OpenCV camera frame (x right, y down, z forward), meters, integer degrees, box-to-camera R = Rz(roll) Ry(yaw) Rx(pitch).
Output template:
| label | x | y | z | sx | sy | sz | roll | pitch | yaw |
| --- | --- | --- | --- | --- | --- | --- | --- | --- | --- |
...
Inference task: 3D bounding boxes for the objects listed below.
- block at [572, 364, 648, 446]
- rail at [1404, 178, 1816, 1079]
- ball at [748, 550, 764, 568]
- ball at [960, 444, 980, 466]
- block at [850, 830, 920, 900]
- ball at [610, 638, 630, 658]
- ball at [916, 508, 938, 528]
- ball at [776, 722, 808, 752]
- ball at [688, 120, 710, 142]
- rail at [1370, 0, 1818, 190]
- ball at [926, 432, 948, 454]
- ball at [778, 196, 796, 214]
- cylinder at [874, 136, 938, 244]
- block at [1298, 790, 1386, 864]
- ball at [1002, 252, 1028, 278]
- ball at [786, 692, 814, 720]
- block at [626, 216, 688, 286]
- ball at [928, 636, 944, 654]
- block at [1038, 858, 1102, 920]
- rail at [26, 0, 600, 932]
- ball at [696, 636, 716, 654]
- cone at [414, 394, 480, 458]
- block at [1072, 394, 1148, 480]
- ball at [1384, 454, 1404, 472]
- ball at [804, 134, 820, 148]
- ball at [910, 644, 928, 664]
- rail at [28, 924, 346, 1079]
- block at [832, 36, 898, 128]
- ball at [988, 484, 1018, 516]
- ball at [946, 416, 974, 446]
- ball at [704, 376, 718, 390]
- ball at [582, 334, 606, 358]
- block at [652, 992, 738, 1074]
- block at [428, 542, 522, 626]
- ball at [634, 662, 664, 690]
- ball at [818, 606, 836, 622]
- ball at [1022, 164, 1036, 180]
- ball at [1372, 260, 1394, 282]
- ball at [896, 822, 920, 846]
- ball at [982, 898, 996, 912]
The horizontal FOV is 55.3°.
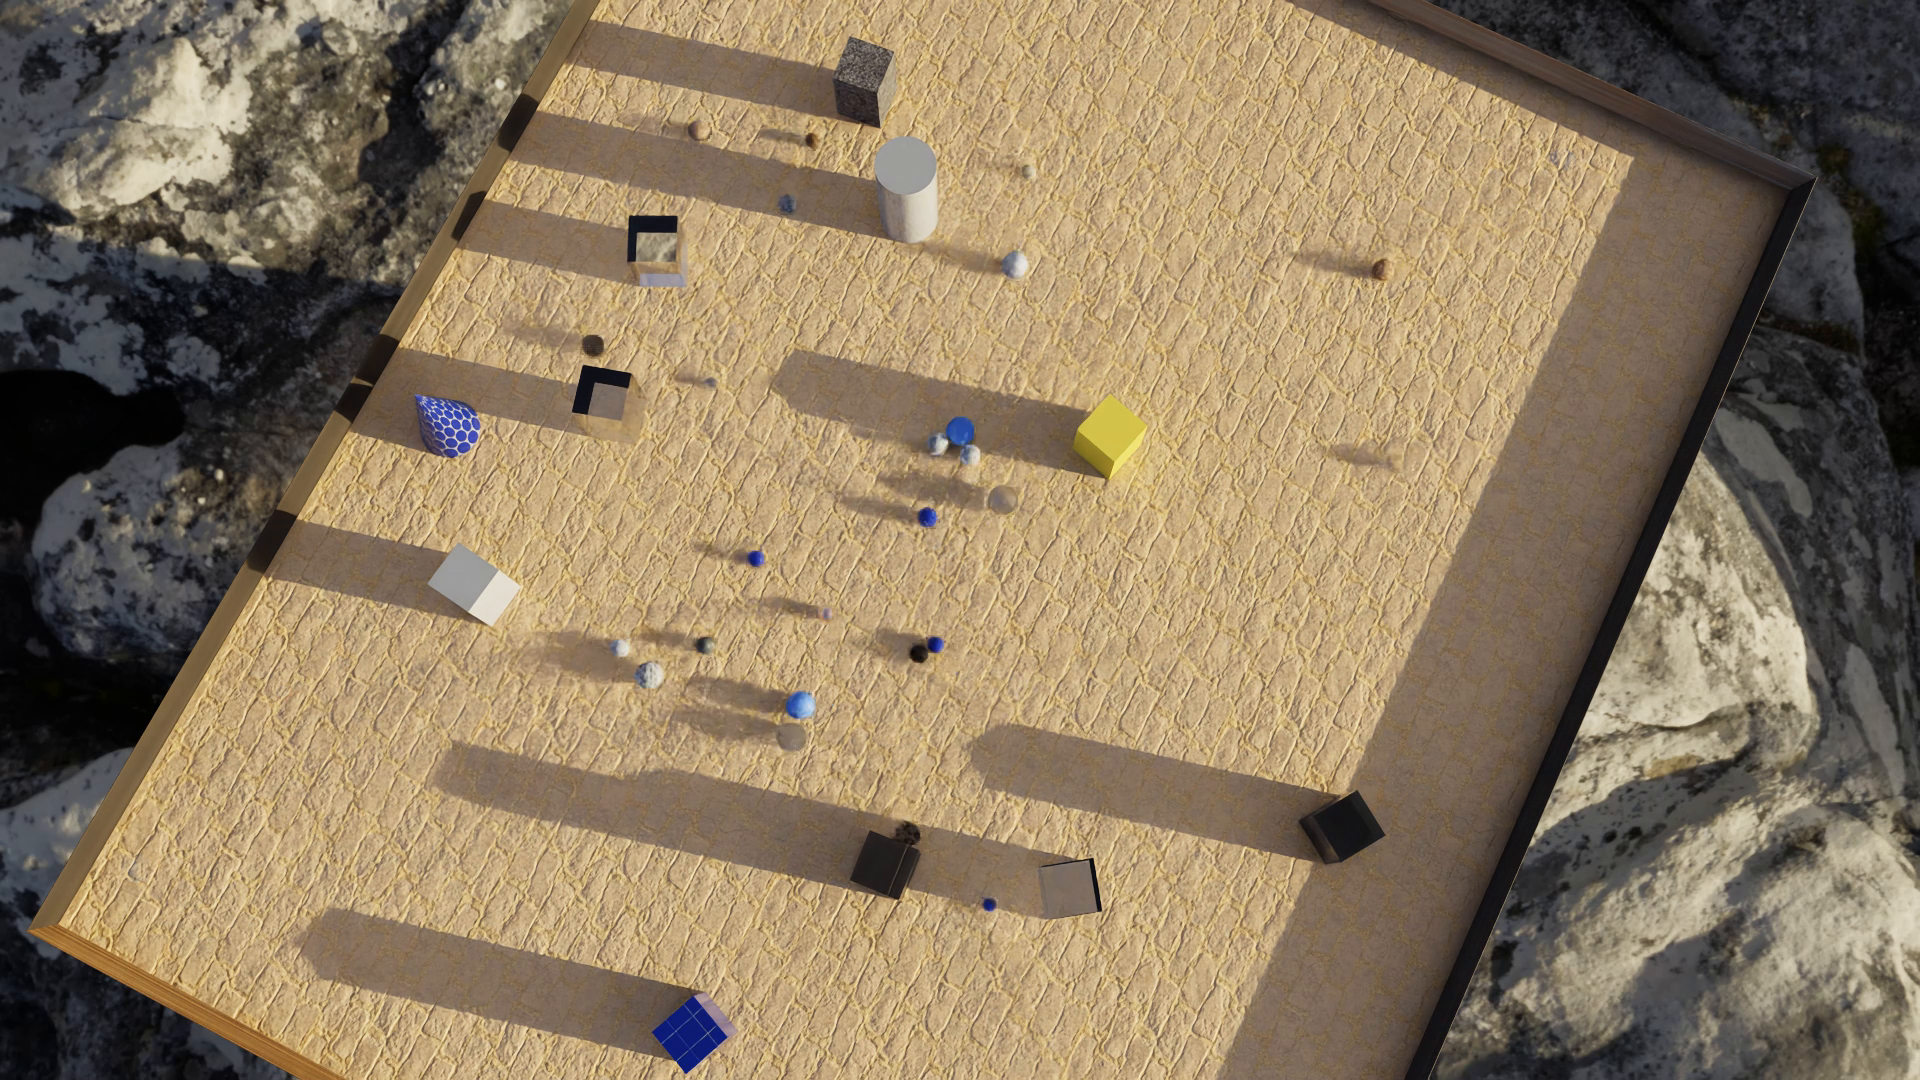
| label | x | y | z | sx | sy | sz | roll | pitch | yaw |
| --- | --- | --- | --- | --- | --- | --- | --- | --- | --- |
| block | -1.059 | -0.407 | 5.555 | 0.149 | 0.286 | 0.149 | 10 | 79 | 2 |
| rail | 1.663 | 0.821 | 5.384 | 0.045 | 0.121 | 4.462 | 26 | 80 | 5 |
| ball | -0.621 | 0.057 | 5.578 | 0.053 | 0.053 | 0.053 | 0 | 78 | 0 |
| ball | 0.031 | -0.262 | 5.635 | 0.067 | 0.067 | 0.067 | 0 | 78 | 0 |
| block | -0.212 | 0.939 | 5.270 | 0.149 | 0.298 | 0.149 | 21 | 79 | 4 |
| ball | -1.025 | 0.326 | 5.519 | 0.058 | 0.058 | 0.058 | 0 | 78 | 0 |
| ball | -0.100 | -0.069 | 5.598 | 0.063 | 0.063 | 0.063 | 0 | 78 | 0 |
| ball | -0.500 | 0.588 | 5.449 | 0.089 | 0.089 | 0.089 | 0 | 78 | 0 |
| ball | -0.835 | -1.307 | 5.852 | 0.068 | 0.068 | 0.068 | 0 | 78 | 0 |
| rail | 0.987 | -1.927 | 5.952 | 3.766 | 0.121 | 0.045 | 26 | 80 | 5 |
| ball | -0.071 | -0.298 | 5.642 | 0.070 | 0.070 | 0.070 | 0 | 78 | 0 |
| ball | -0.547 | -1.064 | 5.807 | 0.058 | 0.058 | 0.058 | 0 | 78 | 0 |
| cylinder | -0.162 | -1.071 | 5.634 | 0.186 | 0.400 | 0.186 | 0 | 78 | 0 |
| block | 1.107 | 0.836 | 5.323 | 0.149 | 0.235 | 0.149 | -30 | 80 | -6 |
| ball | 0.172 | -0.863 | 5.752 | 0.083 | 0.083 | 0.083 | 0 | 78 | 0 |
| ball | -0.477 | 0.494 | 5.471 | 0.085 | 0.085 | 0.085 | 0 | 78 | 0 |
| block | -0.936 | -0.894 | 5.686 | 0.149 | 0.225 | 0.149 | 0 | 78 | 0 |
| ball | -0.073 | 0.316 | 5.524 | 0.052 | 0.052 | 0.052 | 0 | 78 | 0 |
| block | 0.312 | 1.003 | 5.260 | 0.149 | 0.292 | 0.149 | -9 | 78 | -2 |
| rail | -1.663 | -0.808 | 5.721 | 0.045 | 0.121 | 4.462 | 26 | 80 | 5 |
| ball | -0.765 | 0.318 | 5.521 | 0.057 | 0.057 | 0.057 | 0 | 78 | 0 |
| cone | -1.581 | -0.384 | 5.499 | 0.186 | 0.385 | 0.186 | 0 | 78 | 0 |
| block | 0.454 | -0.312 | 5.565 | 0.149 | 0.226 | 0.149 | 41 | 81 | 8 |
| ball | 1.335 | -0.238 | 5.637 | 0.056 | 0.056 | 0.056 | 0 | 78 | 0 |
| ball | -0.473 | -1.277 | 5.856 | 0.047 | 0.047 | 0.047 | 0 | 78 | 0 |
| ball | -0.124 | 0.344 | 5.516 | 0.057 | 0.057 | 0.057 | 0 | 78 | 0 |
| rail | -0.987 | 1.940 | 5.153 | 3.766 | 0.121 | 0.045 | 26 | 80 | 5 |
| block | -0.298 | -1.442 | 5.783 | 0.149 | 0.258 | 0.149 | 20 | 79 | 4 |
| ball | 0.131 | -0.122 | 5.594 | 0.093 | 0.093 | 0.093 | 0 | 78 | 0 |
| ball | 0.002 | -0.335 | 5.638 | 0.089 | 0.089 | 0.089 | 0 | 78 | 0 |
| ball | -0.773 | -0.487 | 5.697 | 0.040 | 0.040 | 0.040 | 0 | 78 | 0 |
| ball | -1.142 | -0.606 | 5.705 | 0.072 | 0.072 | 0.072 | 0 | 78 | 0 |
| block | -0.747 | 1.395 | 5.195 | 0.149 | 0.261 | 0.149 | -41 | 81 | -8 |
| block | -1.441 | 0.135 | 5.449 | 0.149 | 0.273 | 0.149 | 33 | 80 | 6 |
| ball | -0.932 | 0.406 | 5.490 | 0.084 | 0.084 | 0.084 | 0 | 78 | 0 |
| ball | -0.401 | 0.223 | 5.543 | 0.052 | 0.052 | 0.052 | 0 | 78 | 0 |
| ball | 0.219 | -1.171 | 5.834 | 0.047 | 0.047 | 0.047 | 0 | 78 | 0 |
| ball | 1.330 | -0.847 | 5.756 | 0.070 | 0.070 | 0.070 | 0 | 78 | 0 |
| ball | -0.153 | 0.862 | 5.372 | 0.074 | 0.074 | 0.074 | 0 | 78 | 0 |
| ball | 0.087 | 1.070 | 5.374 | 0.041 | 0.041 | 0.041 | 0 | 78 | 0 |
